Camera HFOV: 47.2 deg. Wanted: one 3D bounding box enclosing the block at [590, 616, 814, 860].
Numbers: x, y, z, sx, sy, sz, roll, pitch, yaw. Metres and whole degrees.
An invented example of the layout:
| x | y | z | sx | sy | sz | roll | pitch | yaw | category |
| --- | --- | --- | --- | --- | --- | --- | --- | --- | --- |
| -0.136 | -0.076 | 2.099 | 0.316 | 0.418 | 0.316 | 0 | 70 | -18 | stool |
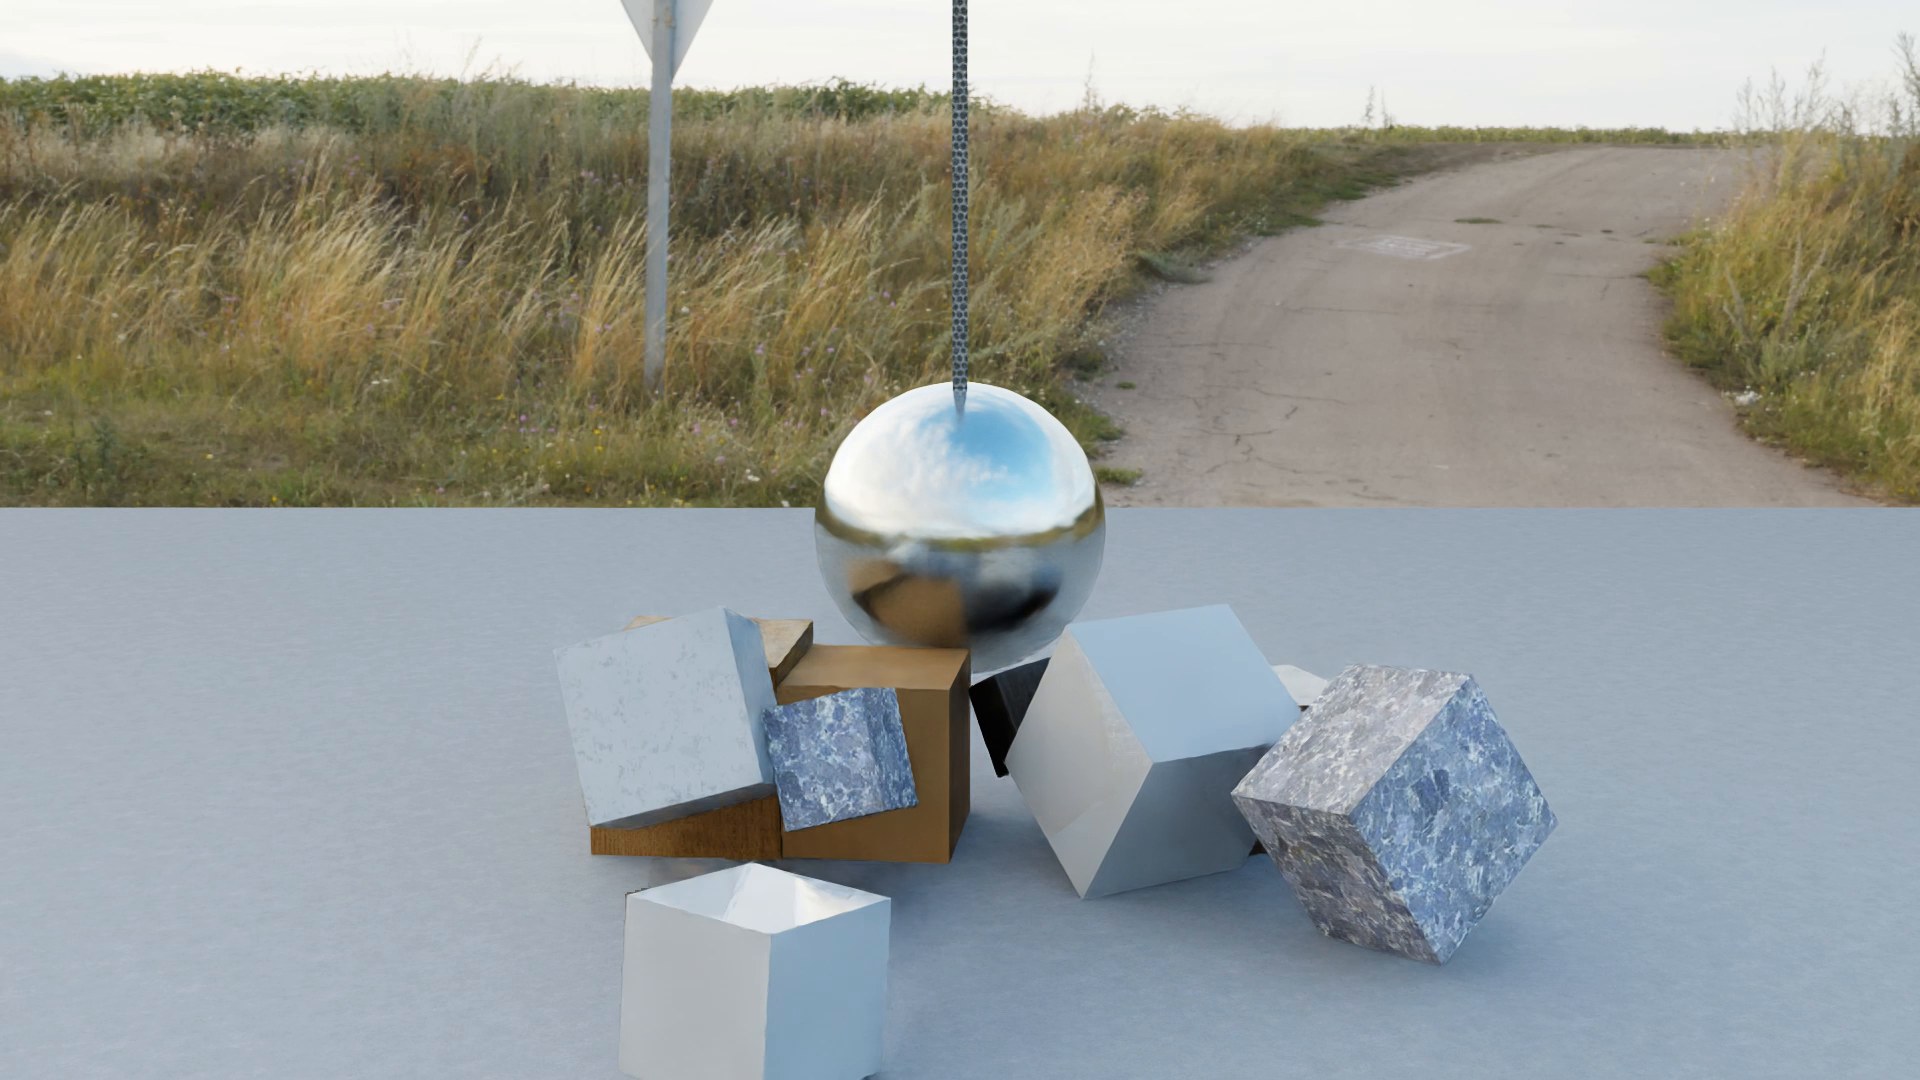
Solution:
| x | y | z | sx | sy | sz | roll | pitch | yaw | category |
| --- | --- | --- | --- | --- | --- | --- | --- | --- | --- |
| -1.310 | 0.996 | 11.349 | 0.954 | 0.981 | 1.079 | 1 | 10 | 5 | block |

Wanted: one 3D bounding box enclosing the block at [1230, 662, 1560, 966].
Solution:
| x | y | z | sx | sy | sz | roll | pitch | yaw | category |
| --- | --- | --- | --- | --- | --- | --- | --- | --- | --- |
| 1.886 | 1.166 | 9.551 | 0.879 | 0.855 | 0.757 | -43 | 22 | -24 | block |

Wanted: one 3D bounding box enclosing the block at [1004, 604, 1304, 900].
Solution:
| x | y | z | sx | sy | sz | roll | pitch | yaw | category |
| --- | --- | --- | --- | --- | --- | --- | --- | --- | --- |
| 0.934 | 0.996 | 10.476 | 0.930 | 0.973 | 0.864 | -6 | 47 | -30 | block |

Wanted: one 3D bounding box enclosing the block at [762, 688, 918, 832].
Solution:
| x | y | z | sx | sy | sz | roll | pitch | yaw | category |
| --- | --- | --- | --- | --- | --- | --- | --- | --- | --- |
| -0.553 | 1.016 | 10.250 | 0.478 | 0.564 | 0.564 | -14 | -7 | 14 | block |

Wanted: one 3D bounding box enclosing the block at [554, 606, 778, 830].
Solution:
| x | y | z | sx | sy | sz | roll | pitch | yaw | category |
| --- | --- | --- | --- | --- | --- | --- | --- | --- | --- |
| -1.310 | 0.843 | 10.223 | 0.801 | 0.813 | 0.798 | -15 | -10 | 4 | block |

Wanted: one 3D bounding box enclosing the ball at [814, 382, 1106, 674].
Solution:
| x | y | z | sx | sy | sz | roll | pitch | yaw | category |
| --- | --- | --- | --- | --- | --- | --- | --- | --- | --- |
| 0.000 | -0.065 | 12.022 | 1.600 | 1.600 | 1.600 | 0 | 10 | 0 | ball |

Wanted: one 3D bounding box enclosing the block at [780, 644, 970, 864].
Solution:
| x | y | z | sx | sy | sz | roll | pitch | yaw | category |
| --- | --- | --- | --- | --- | --- | --- | --- | --- | --- |
| -0.414 | 1.071 | 11.217 | 0.836 | 0.879 | 0.884 | 1 | 10 | 7 | block |

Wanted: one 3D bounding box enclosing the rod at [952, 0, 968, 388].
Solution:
| x | y | z | sx | sy | sz | roll | pitch | yaw | category |
| --- | --- | --- | --- | --- | --- | --- | --- | --- | --- |
| 0.000 | -3.292 | 10.952 | 0.080 | 5.200 | 0.080 | 0 | 18 | 0 | rod |

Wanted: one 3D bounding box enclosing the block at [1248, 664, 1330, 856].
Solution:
| x | y | z | sx | sy | sz | roll | pitch | yaw | category |
| --- | --- | --- | --- | --- | --- | --- | --- | --- | --- |
| 1.557 | 1.121 | 11.330 | 0.750 | 0.741 | 0.789 | -4 | 11 | -21 | block |

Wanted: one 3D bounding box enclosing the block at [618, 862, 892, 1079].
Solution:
| x | y | z | sx | sy | sz | roll | pitch | yaw | category |
| --- | --- | --- | --- | --- | --- | --- | --- | --- | --- |
| -0.765 | 1.666 | 8.253 | 0.693 | 0.672 | 0.706 | 8 | 7 | 35 | block |

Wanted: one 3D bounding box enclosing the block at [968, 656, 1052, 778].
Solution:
| x | y | z | sx | sy | sz | roll | pitch | yaw | category |
| --- | --- | --- | --- | --- | --- | --- | --- | --- | --- |
| 0.397 | 0.888 | 11.249 | 0.477 | 0.487 | 0.449 | -16 | -8 | -21 | block |
